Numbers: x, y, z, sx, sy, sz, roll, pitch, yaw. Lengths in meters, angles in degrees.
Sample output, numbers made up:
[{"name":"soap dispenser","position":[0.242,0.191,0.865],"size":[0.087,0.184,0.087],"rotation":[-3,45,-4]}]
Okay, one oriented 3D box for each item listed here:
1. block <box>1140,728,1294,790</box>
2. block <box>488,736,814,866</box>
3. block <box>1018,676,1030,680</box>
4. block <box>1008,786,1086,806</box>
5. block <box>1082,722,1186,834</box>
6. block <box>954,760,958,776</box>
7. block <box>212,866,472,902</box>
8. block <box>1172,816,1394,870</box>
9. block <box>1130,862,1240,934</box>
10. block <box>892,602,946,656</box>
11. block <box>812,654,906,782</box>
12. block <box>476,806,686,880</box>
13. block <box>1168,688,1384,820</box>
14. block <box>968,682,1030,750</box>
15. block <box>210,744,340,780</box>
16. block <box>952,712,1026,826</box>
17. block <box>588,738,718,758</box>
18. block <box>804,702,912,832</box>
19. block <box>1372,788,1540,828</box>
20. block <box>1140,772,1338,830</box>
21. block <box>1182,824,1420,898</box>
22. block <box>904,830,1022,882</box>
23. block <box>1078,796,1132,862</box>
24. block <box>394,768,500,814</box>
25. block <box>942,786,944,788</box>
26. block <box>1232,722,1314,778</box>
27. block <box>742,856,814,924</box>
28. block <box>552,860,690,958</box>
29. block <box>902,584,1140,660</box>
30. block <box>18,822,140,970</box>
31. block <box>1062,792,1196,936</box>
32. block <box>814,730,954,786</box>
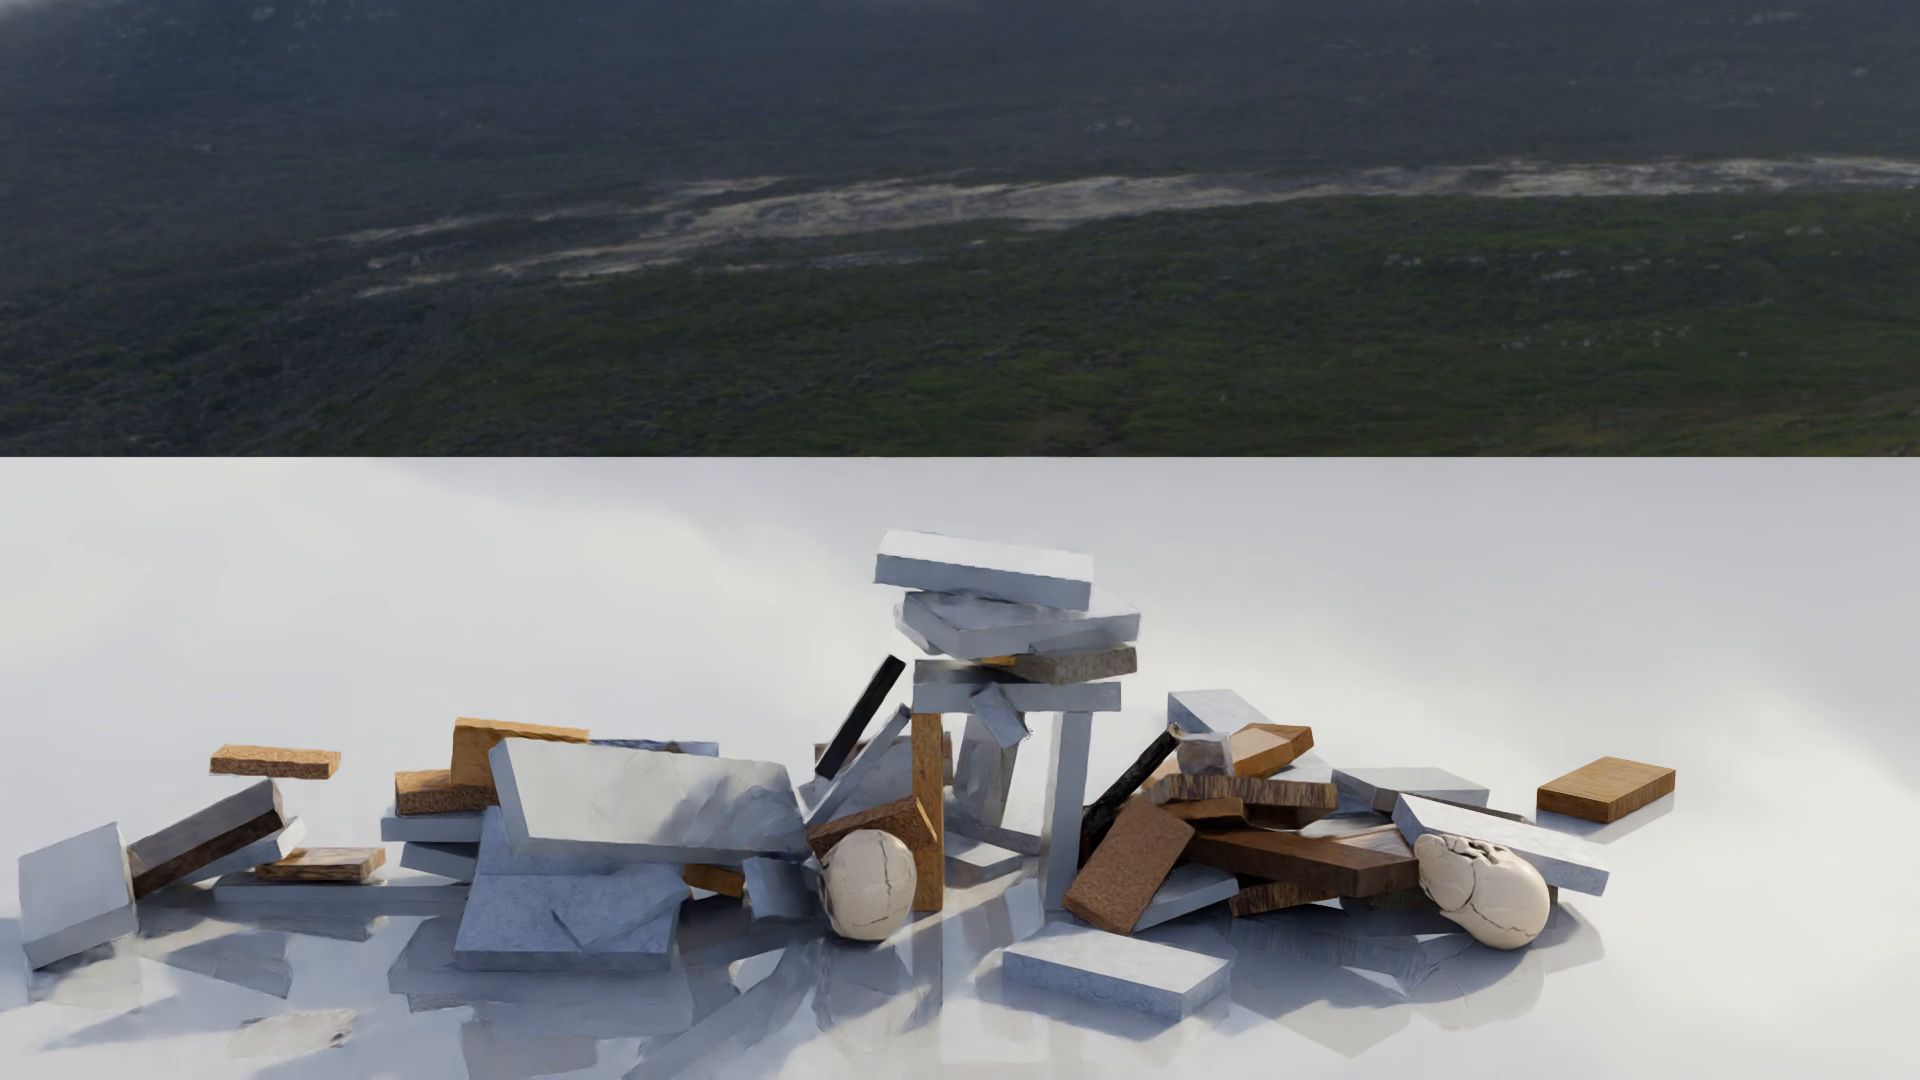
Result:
[{"name":"block","position":[0.482,0.424,4.142],"size":[0.262,0.037,0.131],"rotation":[-18,14,-21]},{"name":"block","position":[-0.468,0.411,3.400],"size":[0.549,0.168,0.048],"rotation":[12,-43,-45]},{"name":"block","position":[0.145,0.210,3.557],"size":[0.100,0.014,0.050],"rotation":[-7,7,-27]},{"name":"block","position":[0.085,0.481,4.078],"size":[0.280,0.026,0.091],"rotation":[3,11,15]},{"name":"block","position":[0.286,0.393,3.634],"size":[0.030,0.212,0.106],"rotation":[43,9,6]},{"name":"block","position":[-0.020,0.461,4.292],"size":[0.091,0.026,0.182],"rotation":[-7,13,-34]},{"name":"block","position":[-0.981,0.575,3.677],"size":[0.506,0.027,0.094],"rotation":[0,11,0]},{"name":"block","position":[0.537,0.534,3.818],"size":[0.520,0.039,0.139],"rotation":[-2,10,-18]},{"name":"block","position":[0.331,0.574,3.545],"size":[0.212,0.030,0.106],"rotation":[-17,15,-18]},{"name":"block","position":[-0.012,0.137,3.663],"size":[0.147,0.042,0.293],"rotation":[-9,9,-11]},{"name":"block","position":[-0.169,0.296,3.670],"size":[0.032,0.229,0.114],"rotation":[33,-7,-2]},{"name":"block","position":[-0.602,0.523,3.488],"size":[0.321,0.161,0.046],"rotation":[7,-14,3]},{"name":"block","position":[0.615,0.431,4.412],"size":[0.144,0.041,0.903],"rotation":[-2,11,-11]},{"name":"block","position":[0.063,0.280,3.500],"size":[0.050,0.100,0.014],"rotation":[-31,8,20]},{"name":"block","position":[-1.119,0.364,3.598],"size":[0.187,0.027,0.094],"rotation":[4,7,-5]},{"name":"block","position":[0.058,0.339,3.902],"size":[0.042,0.300,0.147],"rotation":[6,14,-23]},{"name":"block","position":[-0.508,0.387,3.632],"size":[0.213,0.107,0.030],"rotation":[2,-27,-6]},{"name":"block","position":[-0.184,0.398,3.637],"size":[0.024,0.300,0.086],"rotation":[39,7,-2]},{"name":"block","position":[0.880,0.495,3.861],"size":[0.277,0.039,0.139],"rotation":[8,-16,40]},{"name":"block","position":[0.472,0.448,3.755],"size":[0.304,0.043,0.152],"rotation":[5,-23,-17]},{"name":"block","position":[0.539,0.510,3.509],"size":[0.152,0.043,0.359],"rotation":[0,3,-42]},{"name":"block","position":[0.004,0.548,3.821],"size":[0.190,0.027,0.095],"rotation":[10,15,44]},{"name":"block","position":[0.281,0.497,3.834],"size":[0.262,0.131,0.037],"rotation":[-7,54,-34]},{"name":"block","position":[-0.807,0.415,3.690],"size":[0.267,0.037,0.130],"rotation":[-2,10,-18]},{"name":"block","position":[-0.151,0.456,4.108],"size":[0.272,0.050,0.014],"rotation":[-10,-20,8]},{"name":"block","position":[0.543,0.428,4.244],"size":[0.144,0.041,0.287],"rotation":[0,18,43]},{"name":"block","position":[-0.285,0.551,3.449],"size":[0.026,0.093,0.186],"rotation":[-19,-16,13]},{"name":"block","position":[-0.517,0.553,3.355],"size":[0.186,0.026,0.093],"rotation":[-28,47,-28]},{"name":"block","position":[0.097,0.121,3.467],"size":[0.337,0.048,0.168],"rotation":[-4,22,-31]},{"name":"block","position":[-1.403,0.559,3.493],"size":[0.161,0.046,0.332],"rotation":[-21,23,-17]},{"name":"block","position":[0.270,0.519,3.501],"size":[0.114,0.032,0.229],"rotation":[30,54,13]},{"name":"block","position":[-0.139,0.412,4.040],"size":[0.254,0.095,0.027],"rotation":[-6,-26,3]}]
